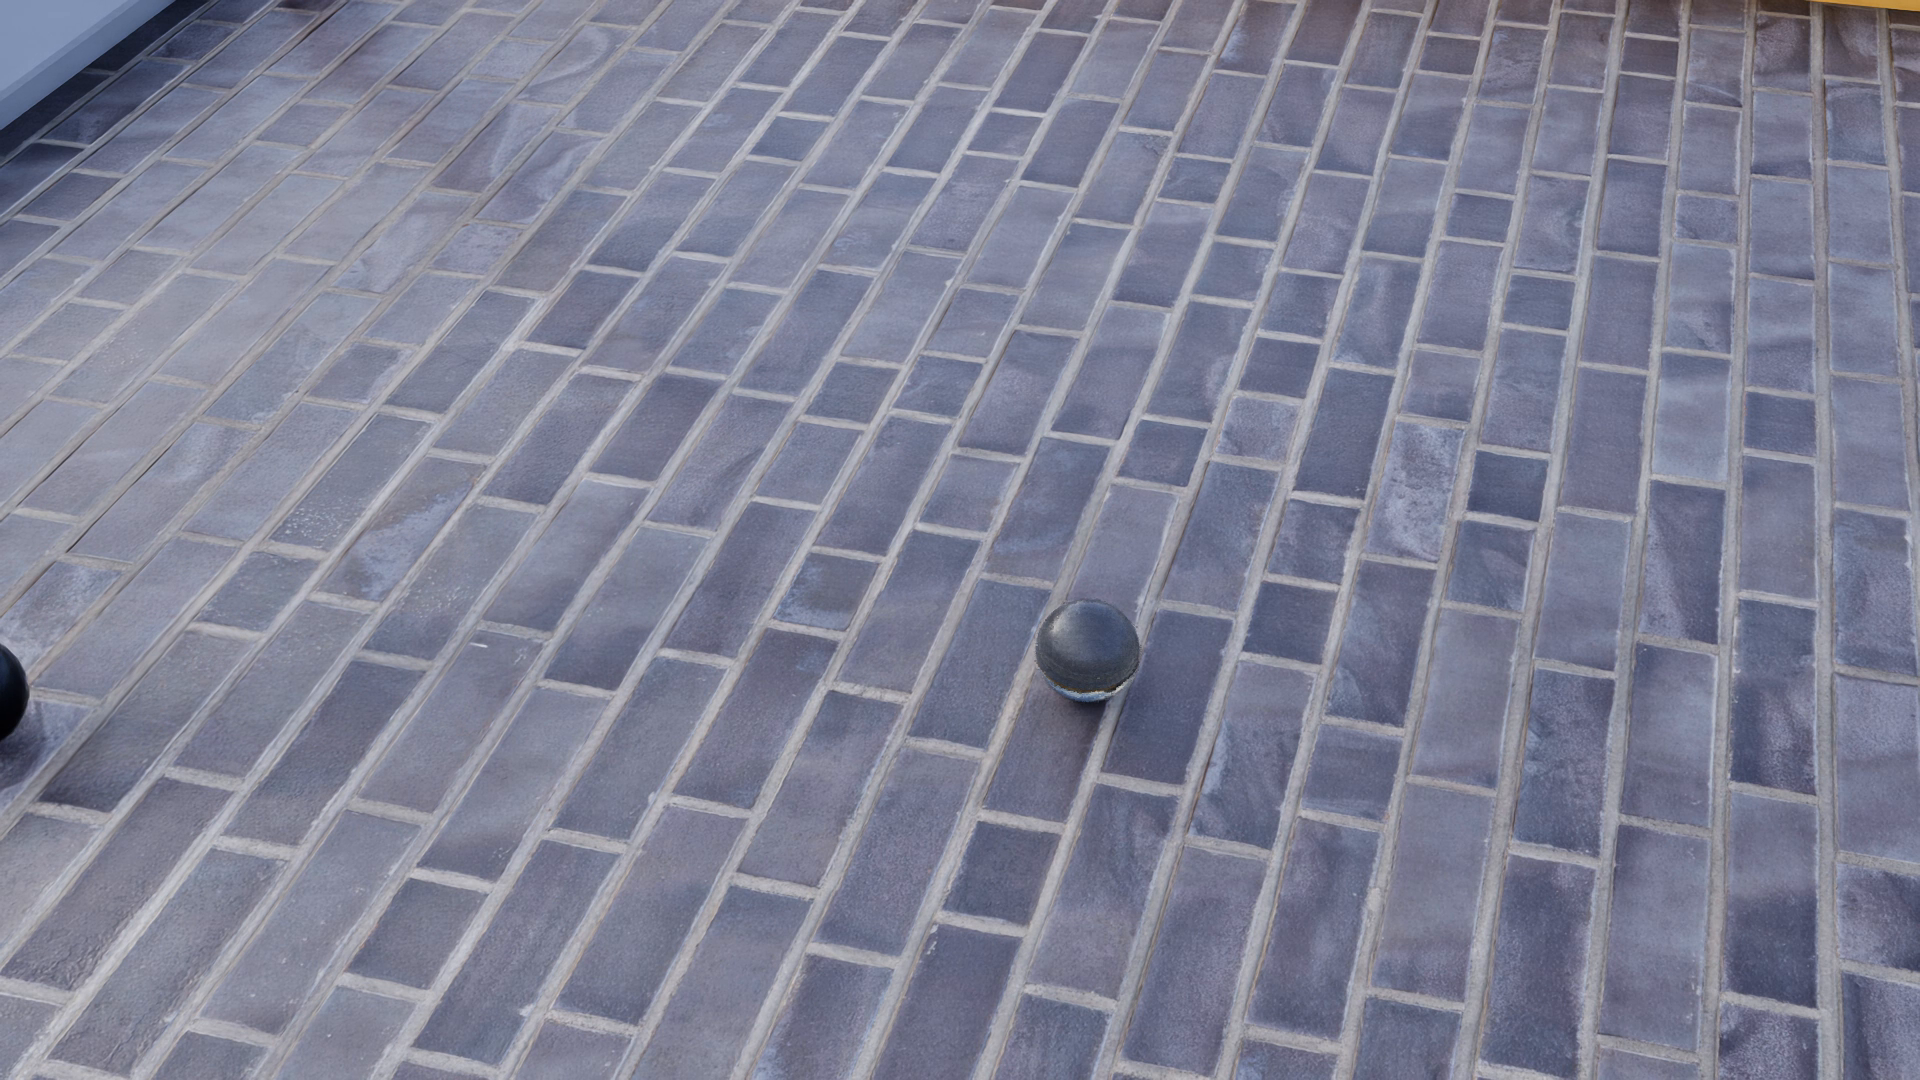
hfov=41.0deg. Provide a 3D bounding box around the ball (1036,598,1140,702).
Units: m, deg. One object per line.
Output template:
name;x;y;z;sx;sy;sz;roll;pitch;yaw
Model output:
ball;0.087;0.075;1.744;0.071;0.071;0.071;0;34;0

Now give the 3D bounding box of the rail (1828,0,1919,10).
rail;1.404;-0.547;2.614;4.433;0.119;0.045;9;35;13

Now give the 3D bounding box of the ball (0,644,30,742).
ball;-0.658;0.102;1.700;0.078;0.078;0.078;0;34;0

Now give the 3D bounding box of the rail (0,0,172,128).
rail;-1.047;-0.178;2.071;0.045;0.119;2.598;9;35;13
